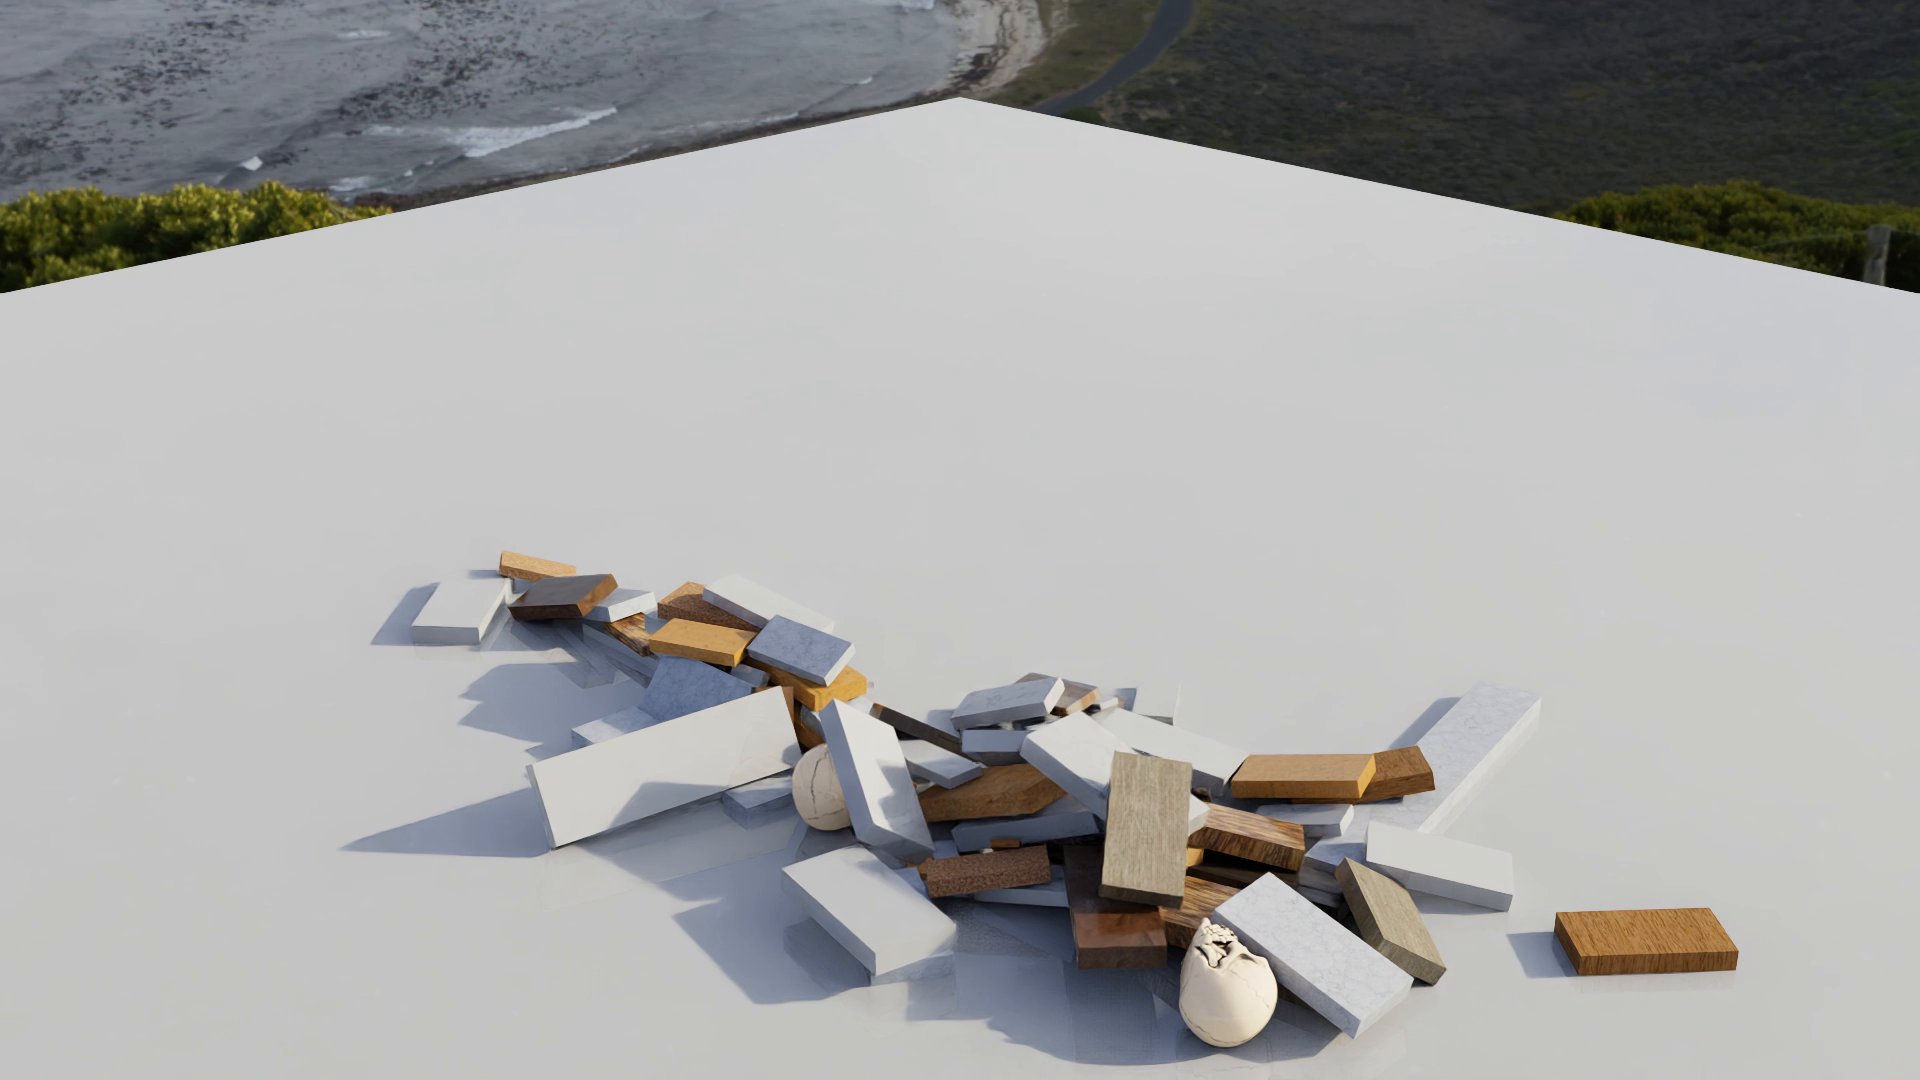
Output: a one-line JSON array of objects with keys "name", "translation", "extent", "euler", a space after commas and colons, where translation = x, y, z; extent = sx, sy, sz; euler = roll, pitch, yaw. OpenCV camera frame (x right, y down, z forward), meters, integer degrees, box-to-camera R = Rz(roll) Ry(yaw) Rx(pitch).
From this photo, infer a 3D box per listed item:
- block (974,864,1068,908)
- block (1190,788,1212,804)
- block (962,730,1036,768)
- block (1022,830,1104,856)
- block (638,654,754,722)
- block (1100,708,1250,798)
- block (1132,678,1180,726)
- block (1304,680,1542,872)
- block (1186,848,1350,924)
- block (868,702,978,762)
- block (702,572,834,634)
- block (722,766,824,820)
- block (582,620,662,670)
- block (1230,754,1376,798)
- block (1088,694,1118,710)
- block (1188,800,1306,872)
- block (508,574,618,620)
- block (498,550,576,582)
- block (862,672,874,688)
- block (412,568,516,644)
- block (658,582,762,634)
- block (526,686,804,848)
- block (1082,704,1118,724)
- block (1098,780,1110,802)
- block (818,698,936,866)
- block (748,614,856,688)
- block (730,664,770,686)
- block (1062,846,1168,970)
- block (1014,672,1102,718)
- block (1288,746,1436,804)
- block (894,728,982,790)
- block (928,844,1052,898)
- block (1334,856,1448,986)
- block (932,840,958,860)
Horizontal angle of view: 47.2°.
[{"name": "block", "translation": [0.141, 0.647, 4.137], "extent": [0.211, 0.030, 0.106], "euler": [-1, 18, 29]}, {"name": "block", "translation": [0.365, 0.520, 4.400], "extent": [0.262, 0.037, 0.131], "euler": [0, -12, 1]}, {"name": "block", "translation": [0.114, 0.426, 4.401], "extent": [0.147, 0.042, 0.293], "euler": [-1, -14, 16]}, {"name": "block", "translation": [0.234, 0.560, 4.205], "extent": [0.212, 0.030, 0.106], "euler": [-15, 11, 32]}, {"name": "block", "translation": [-0.546, 0.354, 4.727], "extent": [0.321, 0.161, 0.046], "euler": [21, -6, 40]}, {"name": "block", "translation": [0.433, 0.438, 4.557], "extent": [0.300, 0.042, 0.147], "euler": [18, 24, 23]}, {"name": "block", "translation": [0.436, 0.359, 4.881], "extent": [0.091, 0.026, 0.182], "euler": [4, 23, 9]}, {"name": "block", "translation": [0.972, 0.494, 4.545], "extent": [0.144, 0.041, 0.903], "euler": [15, 27, 31]}, {"name": "block", "translation": [0.494, 0.627, 4.204], "extent": [0.520, 0.039, 0.139], "euler": [12, 19, 25]}, {"name": "block", "translation": [-0.073, 0.402, 4.594], "extent": [0.229, 0.032, 0.114], "euler": [24, -5, -12]}, {"name": "block", "translation": [-0.426, 0.156, 4.883], "extent": [0.284, 0.030, 0.107], "euler": [25, 31, 24]}, {"name": "block", "translation": [-0.382, 0.516, 4.511], "extent": [0.186, 0.026, 0.093], "euler": [-17, 28, -34]}, {"name": "block", "translation": [-0.686, 0.266, 5.099], "extent": [0.094, 0.027, 0.506], "euler": [-21, 31, -41]}, {"name": "block", "translation": [0.694, 0.476, 4.443], "extent": [0.262, 0.037, 0.131], "euler": [-3, 17, 26]}, {"name": "block", "translation": [0.238, 0.343, 4.850], "extent": [0.050, 0.014, 0.272], "euler": [-18, 15, -36]}, {"name": "block", "translation": [0.508, 0.557, 4.235], "extent": [0.304, 0.043, 0.152], "euler": [13, 12, 5]}, {"name": "block", "translation": [-0.950, 0.136, 5.258], "extent": [0.259, 0.037, 0.130], "euler": [-4, 30, 41]}, {"name": "block", "translation": [-1.052, 0.075, 5.478], "extent": [0.187, 0.027, 0.094], "euler": [13, 20, -15]}, {"name": "block", "translation": [-0.249, 0.323, 4.981], "extent": [0.101, 0.014, 0.050], "euler": [-6, 24, -15]}, {"name": "block", "translation": [-1.199, 0.159, 5.327], "extent": [0.161, 0.046, 0.332], "euler": [2, 23, 4]}, {"name": "block", "translation": [-0.532, 0.161, 4.954], "extent": [0.267, 0.037, 0.130], "euler": [12, 26, 22]}, {"name": "block", "translation": [-0.590, 0.453, 4.443], "extent": [0.549, 0.168, 0.048], "euler": [-16, -2, -28]}, {"name": "block", "translation": [0.360, 0.426, 4.666], "extent": [0.091, 0.026, 0.280], "euler": [-13, 30, -27]}, {"name": "block", "translation": [0.313, 0.477, 4.066], "extent": [0.100, 0.014, 0.050], "euler": [27, 51, 16]}, {"name": "block", "translation": [-0.164, 0.471, 4.302], "extent": [0.168, 0.048, 0.337], "euler": [30, 26, -38]}, {"name": "block", "translation": [-0.340, 0.236, 4.718], "extent": [0.213, 0.030, 0.107], "euler": [19, 54, 31]}, {"name": "block", "translation": [-0.477, 0.355, 4.729], "extent": [0.085, 0.171, 0.024], "euler": [16, -9, 32]}, {"name": "block", "translation": [0.275, 0.655, 3.957], "extent": [0.152, 0.043, 0.359], "euler": [-1, 21, -2]}, {"name": "block", "translation": [0.197, 0.339, 4.810], "extent": [0.095, 0.027, 0.254], "euler": [-31, 20, -27]}, {"name": "block", "translation": [0.806, 0.488, 4.471], "extent": [0.287, 0.041, 0.144], "euler": [-10, 16, 2]}, {"name": "block", "translation": [-0.090, 0.440, 4.493], "extent": [0.085, 0.024, 0.300], "euler": [-19, 25, -39]}, {"name": "block", "translation": [0.054, 0.623, 4.136], "extent": [0.229, 0.032, 0.114], "euler": [-8, 11, 1]}, {"name": "block", "translation": [0.780, 0.690, 3.999], "extent": [0.139, 0.039, 0.277], "euler": [27, 18, -15]}, {"name": "block", "translation": [-0.028, 0.618, 4.286], "extent": [0.050, 0.014, 0.100], "euler": [-3, 23, -6]}]
